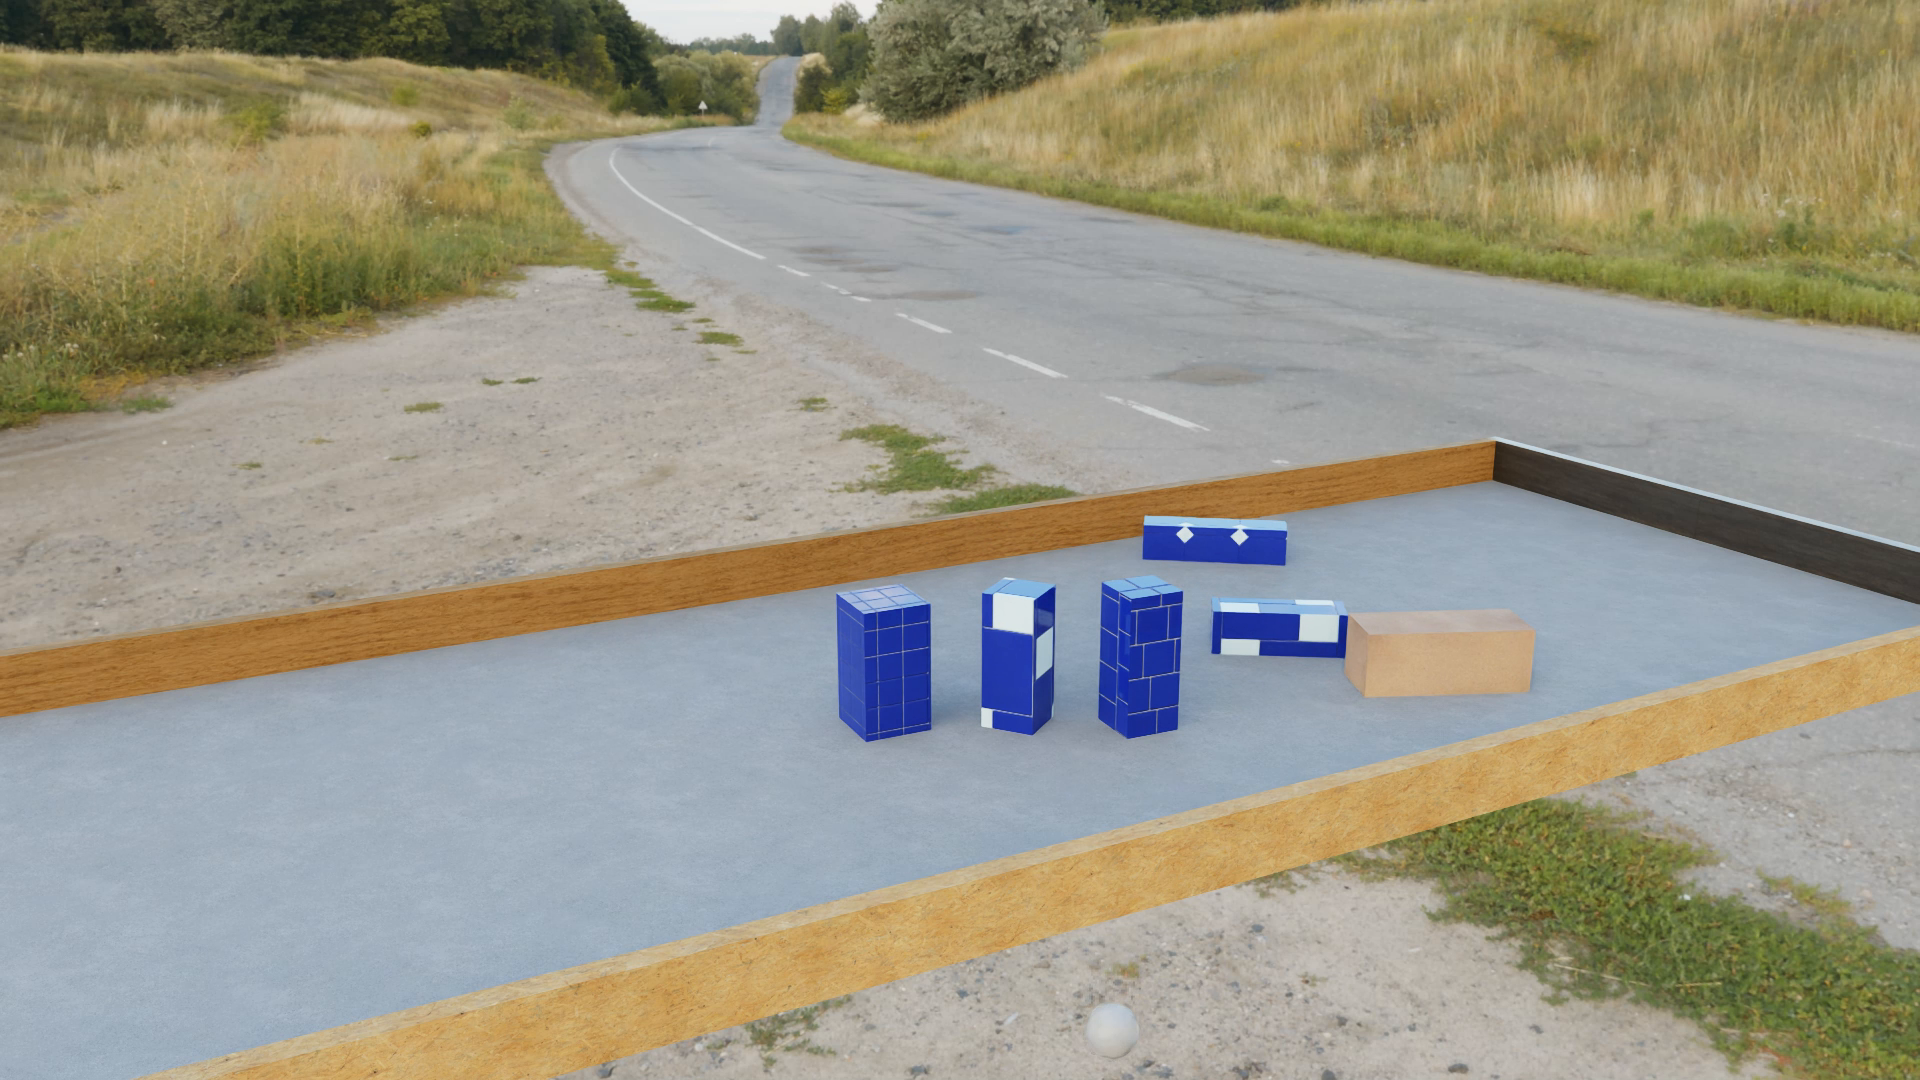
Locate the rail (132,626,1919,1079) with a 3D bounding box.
[{"bbox_3d":[-2.336,1.006,1.665,12.000,0.150,0.050,-9,18,-27],"label":"rail"}]

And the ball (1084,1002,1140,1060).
[{"bbox_3d":[0.803,2.590,8.706,0.286,0.286,0.286,0,16,0],"label":"ball"}]

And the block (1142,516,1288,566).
[{"bbox_3d":[0.795,0.000,5.156,0.438,0.111,0.111,2,17,8],"label":"block"}]

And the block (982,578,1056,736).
[{"bbox_3d":[0.136,0.270,3.852,0.129,0.329,0.129,8,18,24],"label":"block"}]

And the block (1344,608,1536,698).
[{"bbox_3d":[1.192,0.280,4.112,0.416,0.163,0.163,-1,16,-5],"label":"block"}]

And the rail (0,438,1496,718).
[{"bbox_3d":[-3.305,0.497,3.399,12.000,0.150,0.050,-9,18,-27],"label":"rail"}]

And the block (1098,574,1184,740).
[{"bbox_3d":[0.418,0.270,3.833,0.136,0.340,0.136,-7,18,-23],"label":"block"}]

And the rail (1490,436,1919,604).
[{"bbox_3d":[2.466,-0.048,5.253,0.050,0.150,2.100,-9,18,-27],"label":"rail"}]

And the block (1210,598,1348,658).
[{"bbox_3d":[0.839,0.231,4.360,0.345,0.118,0.118,2,16,5],"label":"block"}]

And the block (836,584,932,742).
[{"bbox_3d":[-0.177,0.283,3.841,0.165,0.310,0.165,-8,18,-25],"label":"block"}]
